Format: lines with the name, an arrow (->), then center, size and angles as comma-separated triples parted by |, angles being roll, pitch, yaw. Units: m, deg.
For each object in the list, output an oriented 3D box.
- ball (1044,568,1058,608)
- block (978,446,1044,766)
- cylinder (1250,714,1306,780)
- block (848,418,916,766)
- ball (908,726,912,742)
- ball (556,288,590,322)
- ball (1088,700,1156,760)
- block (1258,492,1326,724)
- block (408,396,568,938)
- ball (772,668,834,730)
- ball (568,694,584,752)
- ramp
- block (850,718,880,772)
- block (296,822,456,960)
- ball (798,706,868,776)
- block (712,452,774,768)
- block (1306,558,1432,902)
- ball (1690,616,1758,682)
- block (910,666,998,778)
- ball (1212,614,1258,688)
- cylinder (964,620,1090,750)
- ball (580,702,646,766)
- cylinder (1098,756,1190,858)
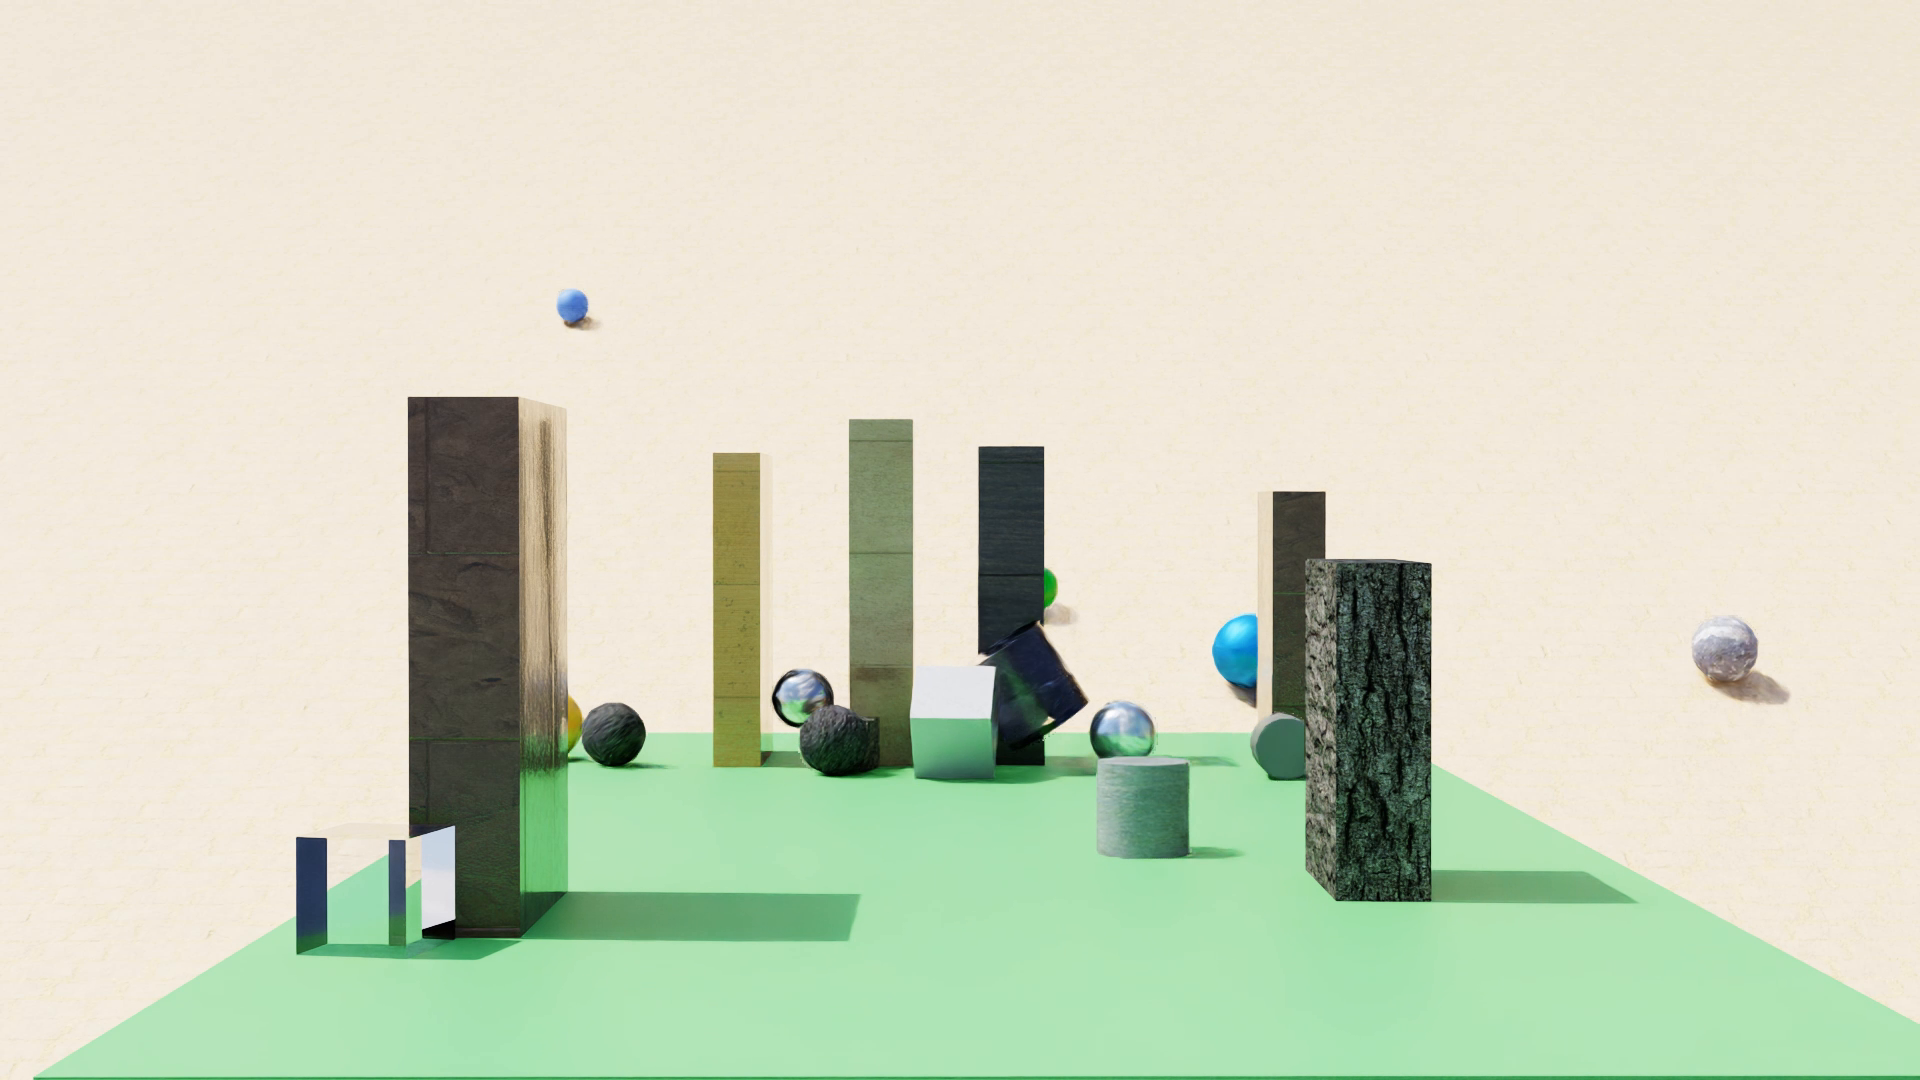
ball -> 0.217, 0.135, 7.332 | 0.127, 0.127, 0.127 | 0, 28, 0
block -> 0.115, 0.145, 5.876 | 0.148, 0.712, 0.241 | 0, 1, 0
cylinder -> 0.690, 0.440, 5.510 | 0.130, 0.130, 0.130 | 0, 1, 1
block -> -0.175, 0.116, 5.861 | 0.143, 0.772, 0.246 | 0, 1, 0
ball -> -0.026, 0.417, 5.703 | 0.173, 0.173, 0.173 | 0, 28, 0
ball -> -1.375, -0.833, 9.166 | 0.117, 0.117, 0.117 | 0, 28, 0
ball -> 0.359, 0.428, 5.717 | 0.149, 0.149, 0.149 | 0, 28, 0
block -> 0.762, 0.194, 5.954 | 0.120, 0.612, 0.290 | 0, 1, 0
block -> -0.662, 0.167, 3.656 | 0.148, 0.722, 0.423 | 0, 1, 0
ball -> -0.347, 0.351, 5.724 | 0.137, 0.137, 0.137 | 0, 28, 0
ball -> -0.941, 0.419, 5.893 | 0.164, 0.164, 0.164 | 0, 28, 0
ramp -> 0.063, 0.567, 4.607 | 2.000, 0.100, 4.000 | 0, 1, 0
block -> -0.243, 0.449, 5.686 | 0.109, 0.109, 0.109 | 0, 1, 11
block -> -0.762, 0.456, 3.375 | 0.152, 0.152, 0.152 | 0, 1, 13
ball -> -0.272, 0.430, 5.559 | 0.150, 0.150, 0.150 | 0, 28, 0
block -> -0.494, 0.153, 5.909 | 0.105, 0.697, 0.385 | 0, 1, 0
block -> 0.617, 0.278, 3.927 | 0.139, 0.493, 0.332 | 0, 1, 0
ball -> 2.067, 0.293, 6.983 | 0.176, 0.176, 0.176 | 0, 28, 0
block -> -0.010, 0.388, 5.497 | 0.169, 0.169, 0.169 | 0, 37, 5
ball -> 0.777, 0.300, 6.948 | 0.197, 0.197, 0.197 | 0, 28, 0
cylinder -> 0.141, 0.318, 5.650 | 0.207, 0.207, 0.207 | -33, 3, 2
ball -> -0.771, 0.432, 5.744 | 0.143, 0.143, 0.143 | 0, 28, 0
cylinder -> 0.305, 0.444, 4.299 | 0.153, 0.153, 0.153 | 0, 1, 0
